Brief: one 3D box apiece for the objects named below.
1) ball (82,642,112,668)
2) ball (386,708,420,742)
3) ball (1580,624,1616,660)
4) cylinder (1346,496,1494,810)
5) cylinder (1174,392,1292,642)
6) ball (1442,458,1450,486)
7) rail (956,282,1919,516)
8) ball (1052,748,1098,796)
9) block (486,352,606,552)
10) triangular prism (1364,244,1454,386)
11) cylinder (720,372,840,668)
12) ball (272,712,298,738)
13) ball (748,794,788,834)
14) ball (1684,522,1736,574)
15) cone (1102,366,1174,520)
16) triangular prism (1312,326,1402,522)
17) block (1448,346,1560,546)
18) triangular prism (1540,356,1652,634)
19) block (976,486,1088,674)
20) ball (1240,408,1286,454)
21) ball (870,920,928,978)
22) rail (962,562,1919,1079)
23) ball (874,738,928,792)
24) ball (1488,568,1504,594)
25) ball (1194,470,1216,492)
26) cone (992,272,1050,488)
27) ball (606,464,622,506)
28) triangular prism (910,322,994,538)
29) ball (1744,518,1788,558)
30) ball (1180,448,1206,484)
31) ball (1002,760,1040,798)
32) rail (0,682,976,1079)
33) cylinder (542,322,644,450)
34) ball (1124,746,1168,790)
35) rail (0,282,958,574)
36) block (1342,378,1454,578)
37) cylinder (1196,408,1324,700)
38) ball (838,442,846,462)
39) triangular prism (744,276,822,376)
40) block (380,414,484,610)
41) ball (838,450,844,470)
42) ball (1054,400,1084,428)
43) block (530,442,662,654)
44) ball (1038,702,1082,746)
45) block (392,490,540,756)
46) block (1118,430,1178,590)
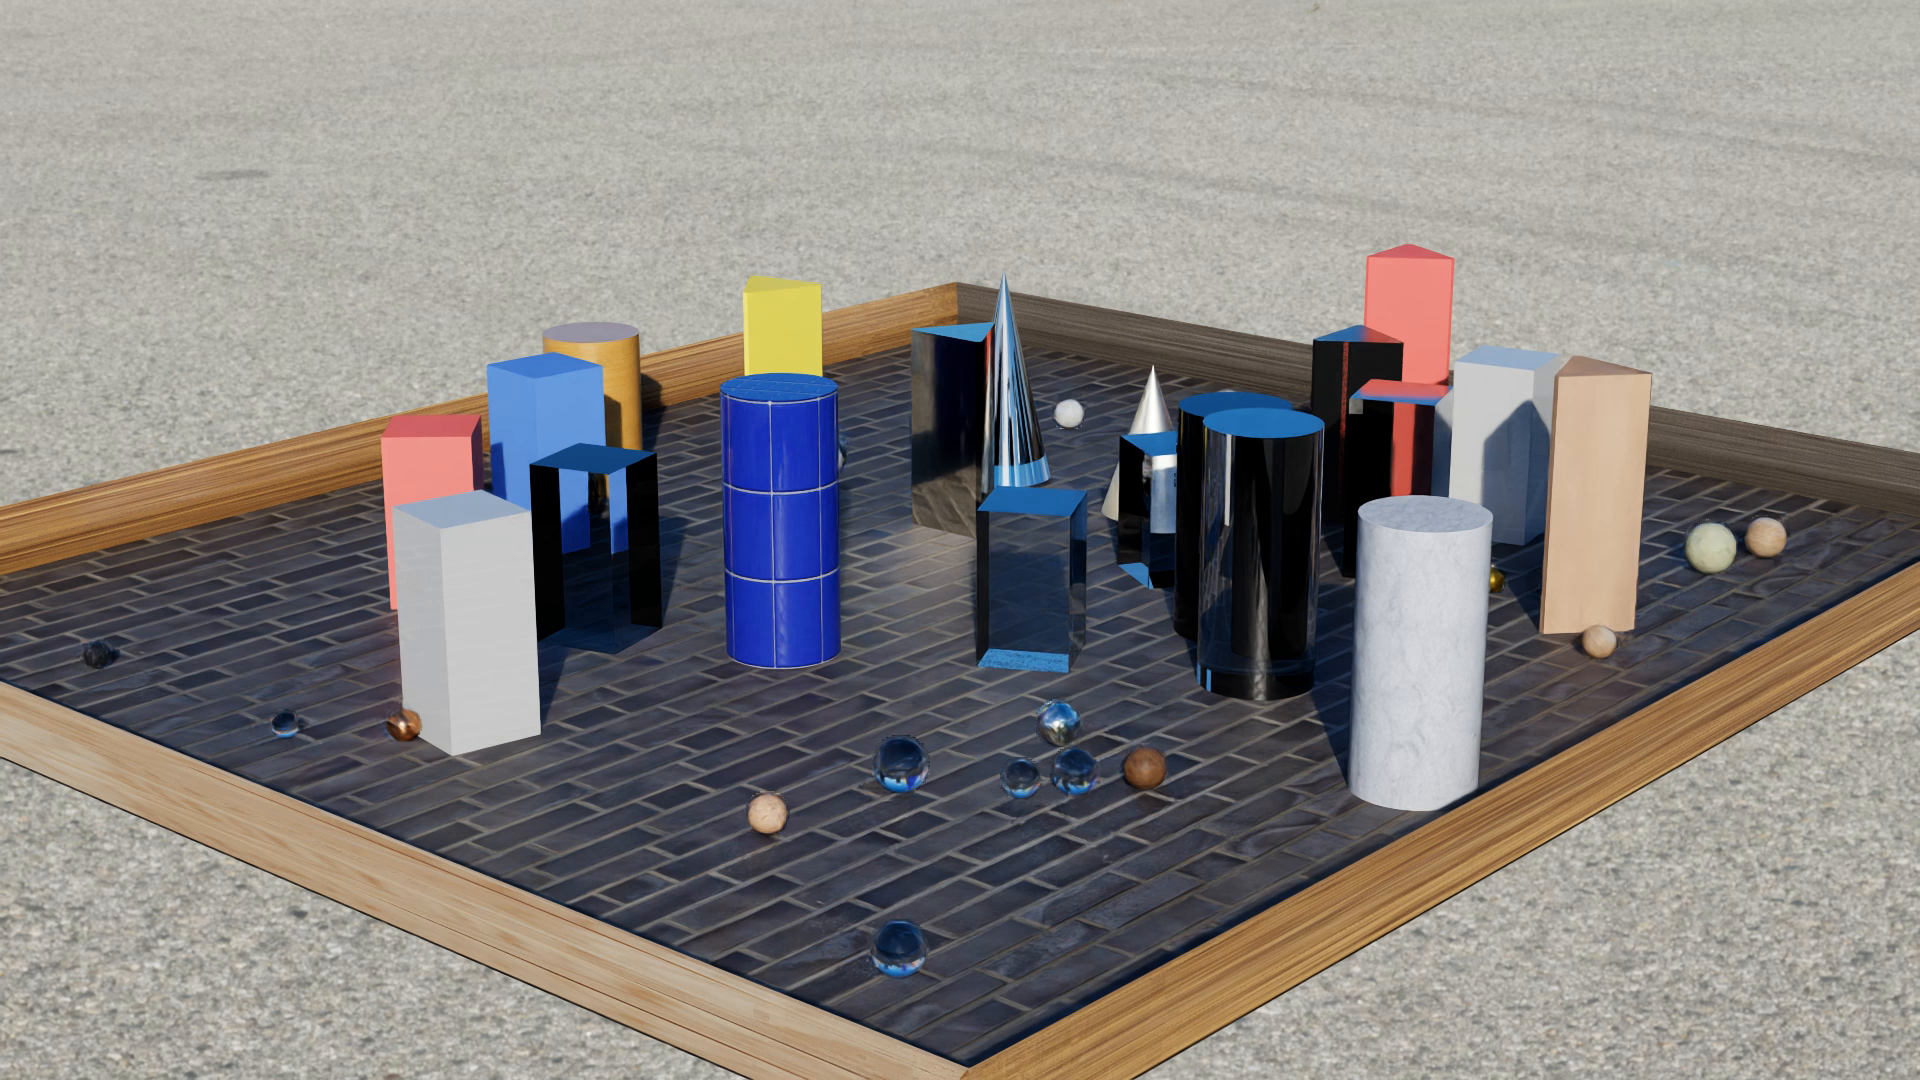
[{"bbox_3d":[-1.397,0.186,4.746,0.044,0.044,0.044,0,17,0],"label":"ball"},{"bbox_3d":[-0.841,0.279,4.429,0.050,0.050,0.050,0,17,0],"label":"ball"},{"bbox_3d":[1.043,0.166,4.789,0.057,0.057,0.057,0,17,0],"label":"ball"},{"bbox_3d":[0.657,0.160,4.196,0.189,0.412,0.189,0,17,0],"label":"cylinder"},{"bbox_3d":[0.454,-0.036,4.891,0.189,0.386,0.189,0,17,0],"label":"cylinder"},{"bbox_3d":[0.960,-0.136,5.789,0.056,0.056,0.056,0,17,0],"label":"ball"},{"bbox_3d":[0.999,-0.302,6.222,2.714,0.123,0.045,14,22,39],"label":"rail"},{"bbox_3d":[0.166,0.333,4.217,0.068,0.068,0.068,0,17,0],"label":"ball"},{"bbox_3d":[-0.759,-0.162,5.406,0.151,0.329,0.151,-15,22,-41],"label":"block"},{"bbox_3d":[0.874,-0.340,5.761,0.164,0.464,0.142,2,17,7],"label":"triangular prism"},{"bbox_3d":[-0.291,-0.032,4.773,0.189,0.447,0.189,0,17,0],"label":"cylinder"},{"bbox_3d":[-1.022,0.280,4.441,0.041,0.041,0.041,0,17,0],"label":"ball"},{"bbox_3d":[-0.268,0.381,4.080,0.057,0.057,0.057,0,17,0],"label":"ball"},{"bbox_3d":[1.338,0.014,5.232,0.092,0.092,0.092,0,17,0],"label":"ball"},{"bbox_3d":[0.365,-0.193,5.581,0.189,0.287,0.189,0,17,0],"label":"cone"},{"bbox_3d":[0.751,-0.222,5.568,0.164,0.350,0.142,2,17,8],"label":"triangular prism"},{"bbox_3d":[1.010,-0.178,5.453,0.151,0.332,0.151,9,19,28],"label":"block"},{"bbox_3d":[1.047,-0.079,4.933,0.164,0.443,0.142,-2,17,-7],"label":"triangular prism"},{"bbox_3d":[0.118,0.062,4.776,0.151,0.264,0.151,4,17,12],"label":"block"},{"bbox_3d":[0.622,-0.224,6.022,0.091,0.091,0.091,0,17,0],"label":"ball"},{"bbox_3d":[-0.076,0.508,3.636,0.071,0.071,0.071,0,17,0],"label":"ball"},{"bbox_3d":[1.007,0.284,4.284,0.045,0.123,3.095,14,22,39],"label":"rail"},{"bbox_3d":[-0.085,0.324,4.226,0.080,0.080,0.080,0,17,0],"label":"ball"},{"bbox_3d":[0.929,0.072,5.124,0.044,0.044,0.044,0,17,0],"label":"ball"},{"bbox_3d":[0.481,-0.115,5.746,0.042,0.042,0.042,0,17,0],"label":"ball"},{"bbox_3d":[0.086,-0.331,5.808,0.189,0.420,0.189,0,17,0],"label":"cone"},{"bbox_3d":[-0.695,-0.104,5.629,0.088,0.088,0.088,0,17,0],"label":"ball"},{"bbox_3d":[0.017,-0.213,5.495,0.164,0.374,0.142,14,21,38],"label":"triangular prism"},{"bbox_3d":[1.462,-0.004,5.323,0.075,0.075,0.075,0,17,0],"label":"ball"},{"bbox_3d":[0.447,-0.145,5.783,0.076,0.076,0.076,0,17,0],"label":"ball"},{"bbox_3d":[0.088,0.343,4.207,0.056,0.056,0.056,0,17,0],"label":"ball"},{"bbox_3d":[-0.999,0.364,4.019,2.714,0.123,0.045,14,22,39],"label":"rail"},{"bbox_3d":[-0.724,-0.264,5.792,0.189,0.300,0.189,0,17,0],"label":"cylinder"},{"bbox_3d":[0.267,0.330,4.238,0.064,0.064,0.064,0,17,0],"label":"ball"},{"bbox_3d":[-1.007,-0.222,5.957,0.045,0.123,3.095,14,22,39],"label":"rail"},{"bbox_3d":[0.780,-0.104,5.214,0.151,0.328,0.151,7,18,21],"label":"block"},{"bbox_3d":[0.473,0.021,4.633,0.189,0.426,0.189,0,17,0],"label":"cylinder"},{"bbox_3d":[-0.259,-0.171,5.896,0.062,0.062,0.062,0,17,0],"label":"ball"},{"bbox_3d":[-0.375,-0.311,5.775,0.164,0.401,0.142,-9,19,-28],"label":"triangular prism"},{"bbox_3d":[-0.907,-0.050,5.076,0.151,0.305,0.151,-1,17,-2],"label":"block"},{"bbox_3d":[-0.261,-0.159,5.834,0.059,0.059,0.059,0,17,0],"label":"ball"},{"bbox_3d":[0.231,-0.267,6.212,0.063,0.063,0.063,0,17,0],"label":"ball"},{"bbox_3d":[-0.603,0.013,4.866,0.151,0.307,0.151,8,18,24],"label":"block"},{"bbox_3d":[0.150,0.276,4.408,0.067,0.067,0.067,0,17,0],"label":"ball"},{"bbox_3d":[-0.744,0.123,4.422,0.151,0.353,0.151,-13,21,-36],"label":"block"},{"bbox_3d":[0.380,-0.057,5.209,0.151,0.241,0.151,-6,18,-18],"label":"block"}]
